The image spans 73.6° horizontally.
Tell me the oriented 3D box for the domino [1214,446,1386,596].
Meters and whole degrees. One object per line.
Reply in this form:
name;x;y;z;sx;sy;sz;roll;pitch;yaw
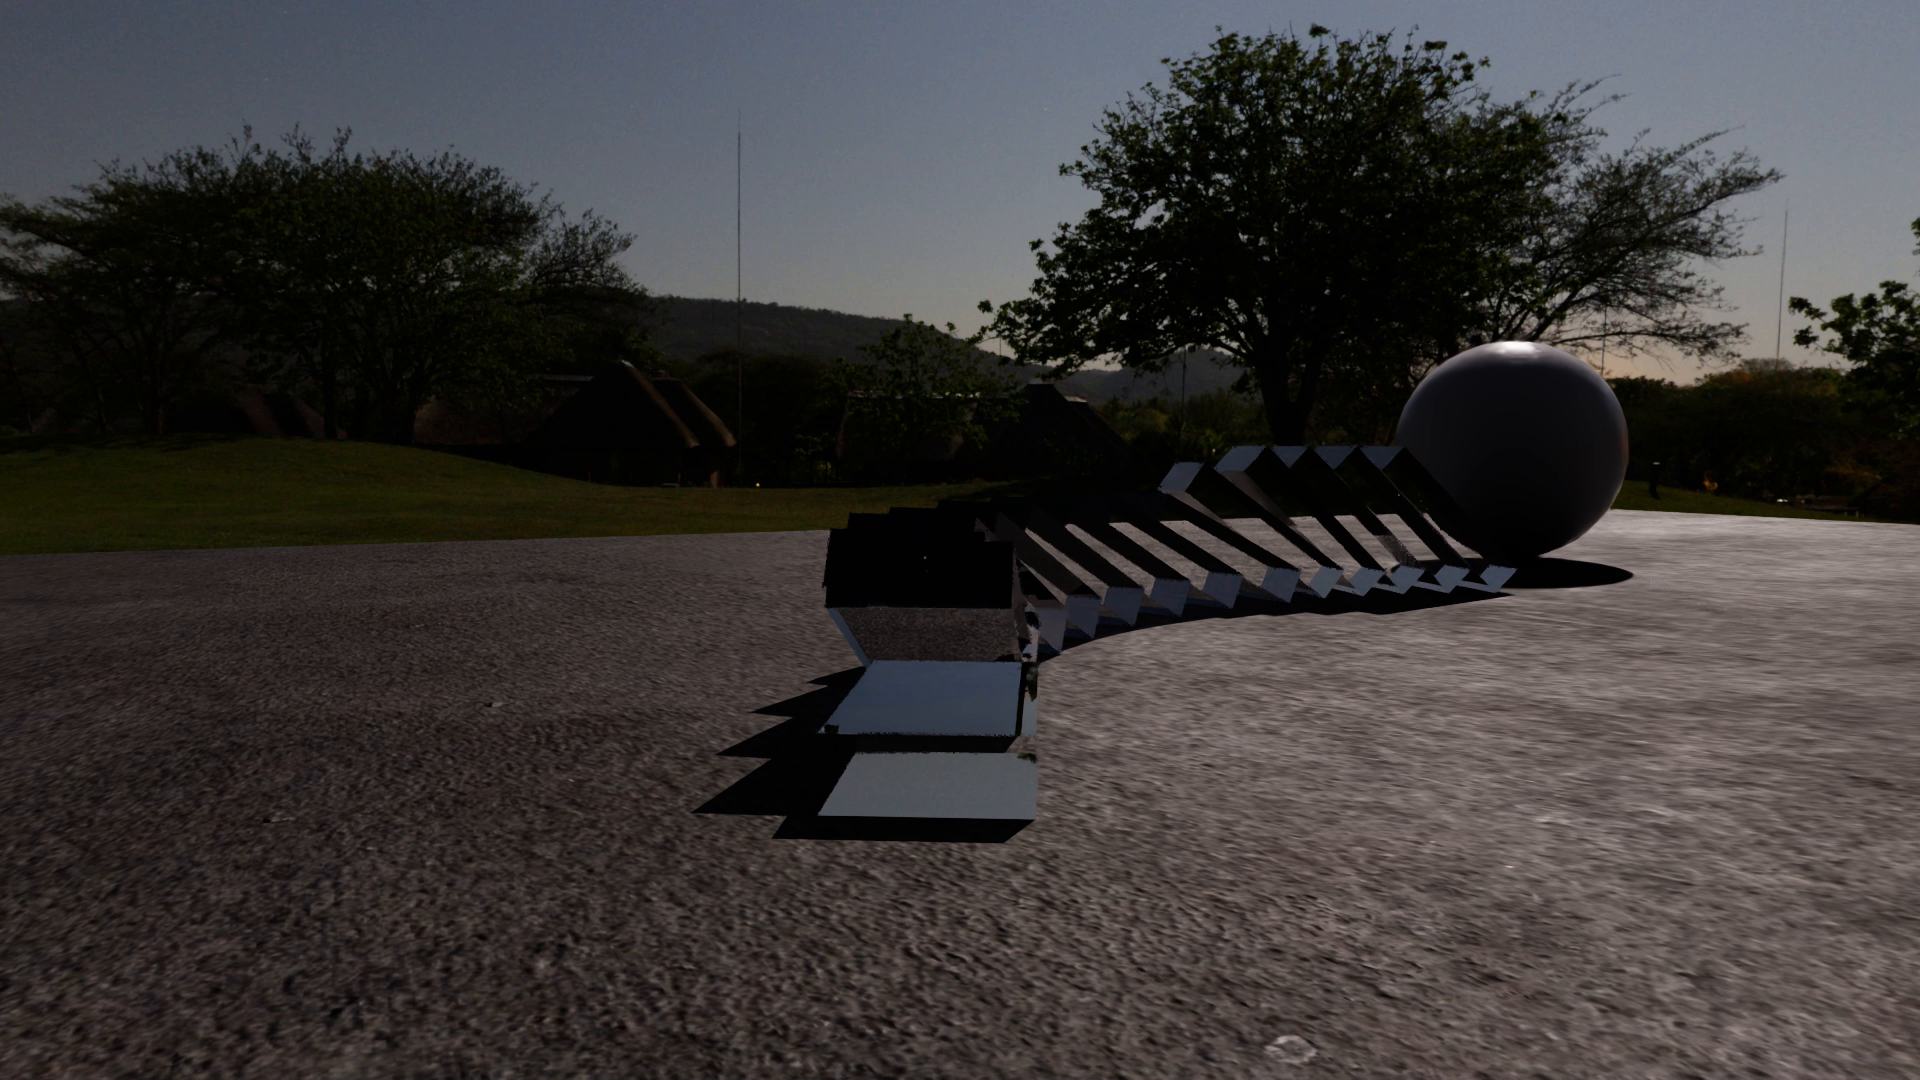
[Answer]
domino;0.097;-0.006;0.367;0.050;0.009;0.025;44;-3;-9

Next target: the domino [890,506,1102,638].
domino;0.008;0.007;0.268;0.025;0.009;0.050;3;-20;32

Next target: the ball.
ball;0.202;-0.033;0.473;0.080;0.080;0.080;0;4;0

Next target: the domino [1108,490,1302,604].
domino;0.064;0.002;0.343;0.050;0.010;0.025;27;-9;-28

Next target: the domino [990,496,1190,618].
domino;0.031;0.004;0.309;0.025;0.010;0.050;4;-20;45

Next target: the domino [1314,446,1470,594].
domino;0.123;-0.006;0.374;0.050;0.009;0.025;44;-3;-9

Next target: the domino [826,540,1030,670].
domino;-0.003;0.013;0.196;0.025;0.010;0.050;0;-20;6

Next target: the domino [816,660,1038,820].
domino;-0.002;0.025;0.171;0.025;0.009;0.050;0;4;4

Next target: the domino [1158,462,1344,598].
domino;0.081;-0.003;0.360;0.050;0.009;0.025;36;-2;-9

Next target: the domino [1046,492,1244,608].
domino;0.046;0.003;0.327;0.050;0.009;0.025;28;-14;-35

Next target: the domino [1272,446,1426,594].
domino;0.109;-0.006;0.372;0.050;0.009;0.025;44;-3;-9

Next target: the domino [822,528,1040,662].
domino;-0.003;0.011;0.221;0.025;0.009;0.050;1;-20;14

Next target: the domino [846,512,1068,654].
domino;0.000;0.009;0.245;0.025;0.009;0.050;2;-21;25

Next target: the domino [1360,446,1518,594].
domino;0.137;-0.006;0.374;0.050;0.009;0.025;44;-3;-9

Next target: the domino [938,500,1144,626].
domino;0.018;0.006;0.289;0.025;0.010;0.050;3;-20;39
